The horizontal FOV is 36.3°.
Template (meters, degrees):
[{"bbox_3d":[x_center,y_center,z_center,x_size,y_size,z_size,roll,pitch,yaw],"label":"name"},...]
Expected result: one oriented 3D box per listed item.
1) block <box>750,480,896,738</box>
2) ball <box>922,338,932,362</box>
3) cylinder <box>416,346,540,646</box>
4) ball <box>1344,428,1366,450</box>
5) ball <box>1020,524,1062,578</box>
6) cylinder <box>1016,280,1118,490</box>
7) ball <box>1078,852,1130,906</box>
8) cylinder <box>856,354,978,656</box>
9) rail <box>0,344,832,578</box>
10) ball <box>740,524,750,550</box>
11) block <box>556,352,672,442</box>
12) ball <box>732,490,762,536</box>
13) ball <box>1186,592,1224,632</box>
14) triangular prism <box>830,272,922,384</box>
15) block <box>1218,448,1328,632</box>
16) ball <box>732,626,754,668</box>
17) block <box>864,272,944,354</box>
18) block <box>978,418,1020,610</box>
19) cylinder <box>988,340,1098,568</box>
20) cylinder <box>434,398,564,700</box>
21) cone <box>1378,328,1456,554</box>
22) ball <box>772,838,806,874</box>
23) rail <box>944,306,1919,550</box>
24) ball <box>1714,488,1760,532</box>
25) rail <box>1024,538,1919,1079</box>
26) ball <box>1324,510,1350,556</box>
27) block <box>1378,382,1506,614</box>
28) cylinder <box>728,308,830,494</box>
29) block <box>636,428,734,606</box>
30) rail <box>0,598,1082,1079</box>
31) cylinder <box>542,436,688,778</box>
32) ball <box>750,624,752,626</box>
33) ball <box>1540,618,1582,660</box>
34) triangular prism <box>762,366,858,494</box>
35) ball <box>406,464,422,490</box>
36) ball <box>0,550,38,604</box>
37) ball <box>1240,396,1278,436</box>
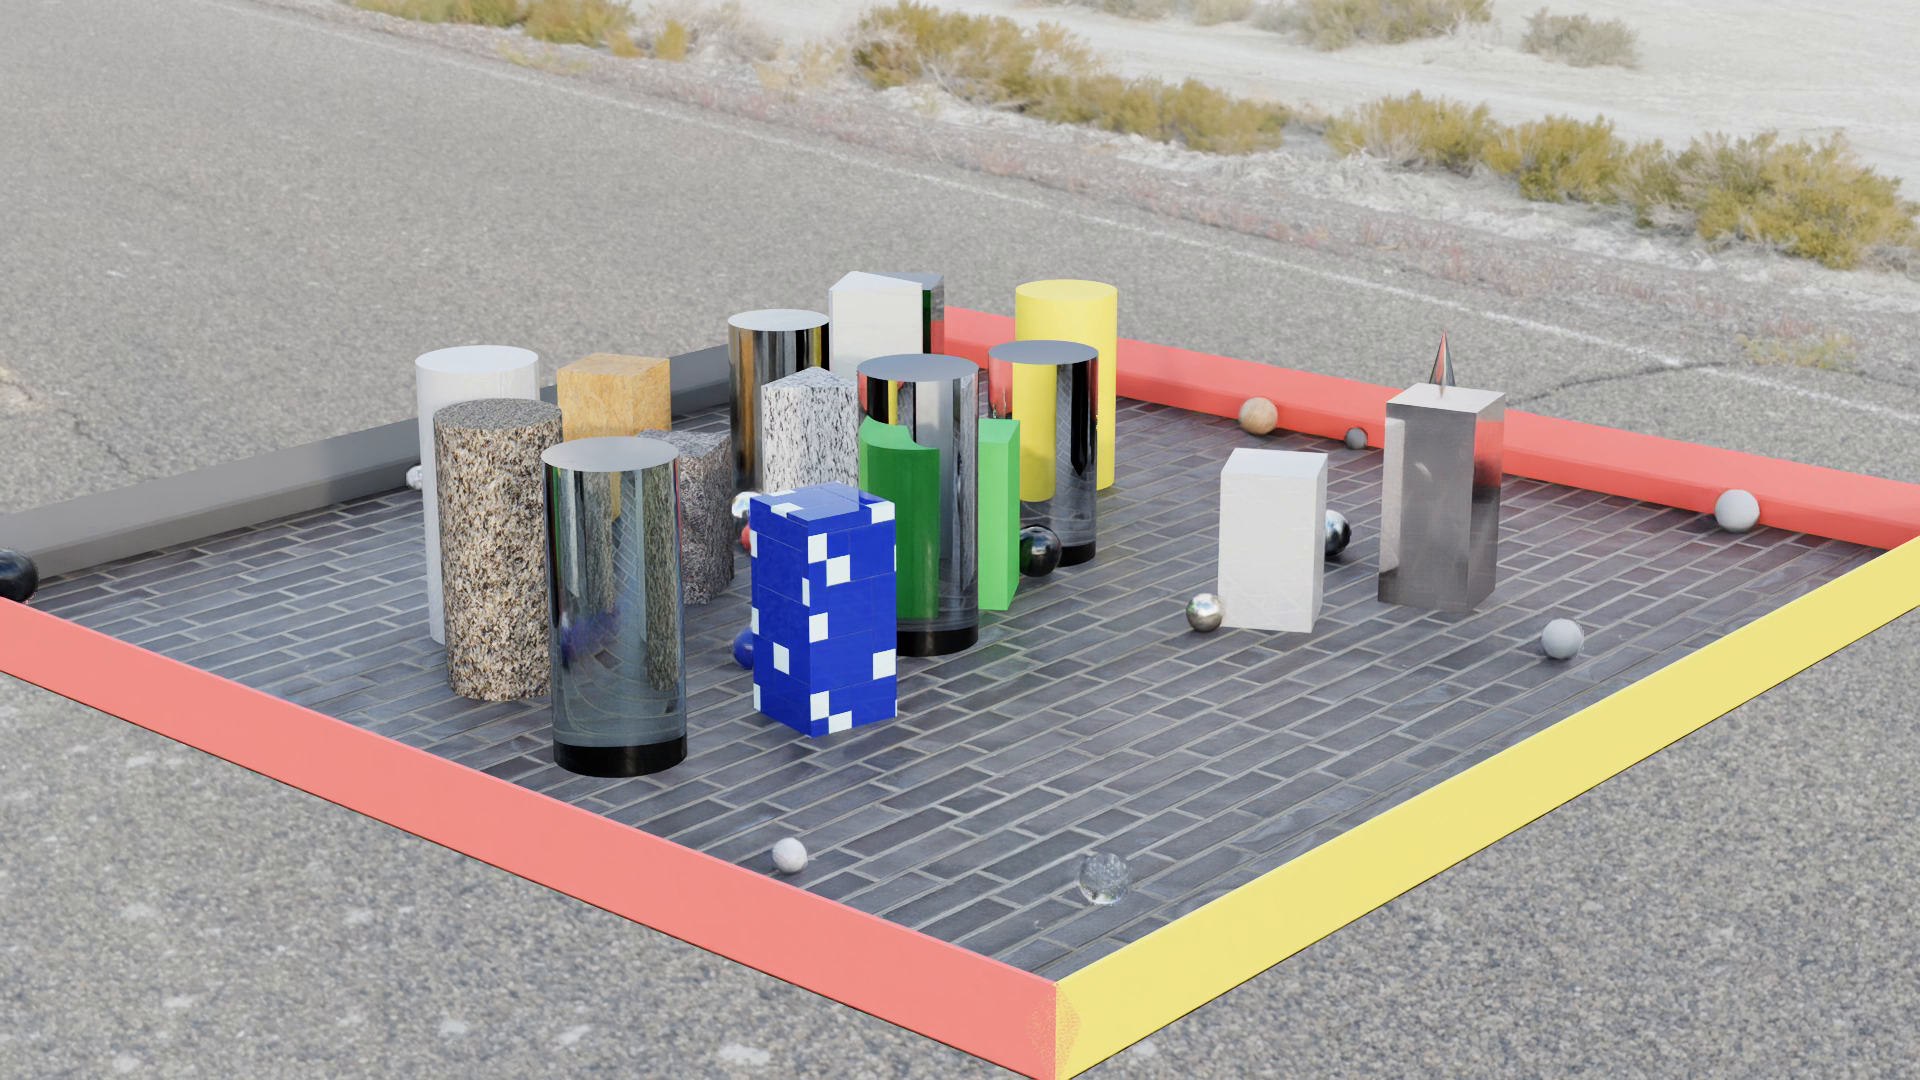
[{"bbox_3d":[-0.210,0.104,4.514,0.160,0.344,0.160,-12,21,-35],"label":"block"},{"bbox_3d":[-0.098,-0.442,6.813,0.064,0.064,0.064,0,17,0],"label":"ball"},{"bbox_3d":[-0.793,-0.072,4.882,0.200,0.470,0.200,0,17,0],"label":"cylinder"},{"bbox_3d":[0.819,-0.210,6.075,0.046,0.046,0.046,0,17,0],"label":"ball"},{"bbox_3d":[0.134,0.019,5.228,0.095,0.095,0.095,0,17,0],"label":"ball"},{"bbox_3d":[0.208,-0.305,5.801,0.200,0.386,0.200,0,17,0],"label":"cylinder"},{"bbox_3d":[0.190,0.446,3.857,0.069,0.069,0.069,0,17,0],"label":"ball"},{"bbox_3d":[-0.069,-0.059,4.846,0.200,0.465,0.200,0,17,0],"label":"cylinder"},{"bbox_3d":[-0.961,-0.208,5.919,0.045,0.130,2.654,14,22,39],"label":"rail"},{"bbox_3d":[-0.377,-0.005,5.385,0.050,0.050,0.050,0,17,0],"label":"ball"},{"bbox_3d":[-0.667,-0.208,5.676,0.160,0.271,0.160,6,18,20],"label":"block"},{"bbox_3d":[-0.387,-0.046,5.448,0.093,0.093,0.093,0,17,0],"label":"ball"},{"bbox_3d":[0.413,0.122,4.939,0.065,0.065,0.065,0,17,0],"label":"ball"},{"bbox_3d":[-0.173,-0.239,5.398,0.173,0.491,0.150,-5,18,-17],"label":"triangular prism"},{"bbox_3d":[0.532,-0.001,4.990,0.160,0.271,0.160,4,17,13],"label":"block"},{"bbox_3d":[-0.336,0.174,4.759,0.068,0.068,0.068,0,17,0],"label":"ball"},{"bbox_3d":[-0.123,-0.335,5.905,0.160,0.382,0.160,3,17,9],"label":"block"},{"bbox_3d":[0.014,-0.048,5.099,0.160,0.298,0.160,2,17,8],"label":"block"},{"bbox_3d":[0.150,-0.158,5.327,0.200,0.376,0.200,0,17,0],"label":"cylinder"},{"bbox_3d":[-0.723,0.013,4.648,0.200,0.440,0.200,0,17,0],"label":"cylinder"},{"bbox_3d":[0.867,-0.176,5.306,0.200,0.424,0.200,0,17,0],"label":"cone"},{"bbox_3d":[-0.231,0.426,3.958,0.047,0.047,0.047,0,17,0],"label":"ball"},{"bbox_3d":[0.855,-0.251,6.062,2.594,0.130,0.045,14,22,39],"label":"rail"},{"bbox_3d":[1.456,-0.055,5.496,0.082,0.082,0.082,0,17,0],"label":"ball"},{"bbox_3d":[0.961,0.273,4.320,0.045,0.130,2.654,14,22,39],"label":"rail"},{"bbox_3d":[0.670,-0.012,5.349,0.086,0.086,0.086,0,17,0],"label":"ball"},{"bbox_3d":[0.834,-0.073,5.080,0.160,0.357,0.160,9,19,27],"label":"block"},{"bbox_3d":[-0.355,-0.272,5.785,0.200,0.332,0.200,0,17,0],"label":"cylinder"},{"bbox_3d":[-0.499,-0.042,5.135,0.160,0.265,0.160,4,17,13],"label":"block"},{"bbox_3d":[-0.855,0.316,4.177,2.594,0.130,0.045,14,22,39],"label":"rail"},{"bbox_3d":[-0.508,0.097,4.325,0.200,0.465,0.200,0,17,0],"label":"cylinder"},{"bbox_3d":[-0.314,0.152,4.834,0.068,0.068,0.068,0,17,0],"label":"ball"},{"bbox_3d":[0.986,0.162,4.803,0.067,0.067,0.067,0,17,0],"label":"ball"},{"bbox_3d":[-0.256,-0.111,5.187,0.173,0.367,0.150,0,17,0],"label":"triangular prism"},{"bbox_3d":[-1.064,-0.123,5.777,0.051,0.051,0.051,0,17,0],"label":"ball"},{"bbox_3d":[-1.647,0.066,5.065,0.100,0.100,0.100,0,17,0],"label":"ball"},{"bbox_3d":[0.630,-0.261,6.184,0.081,0.081,0.081,0,17,0],"label":"ball"}]
